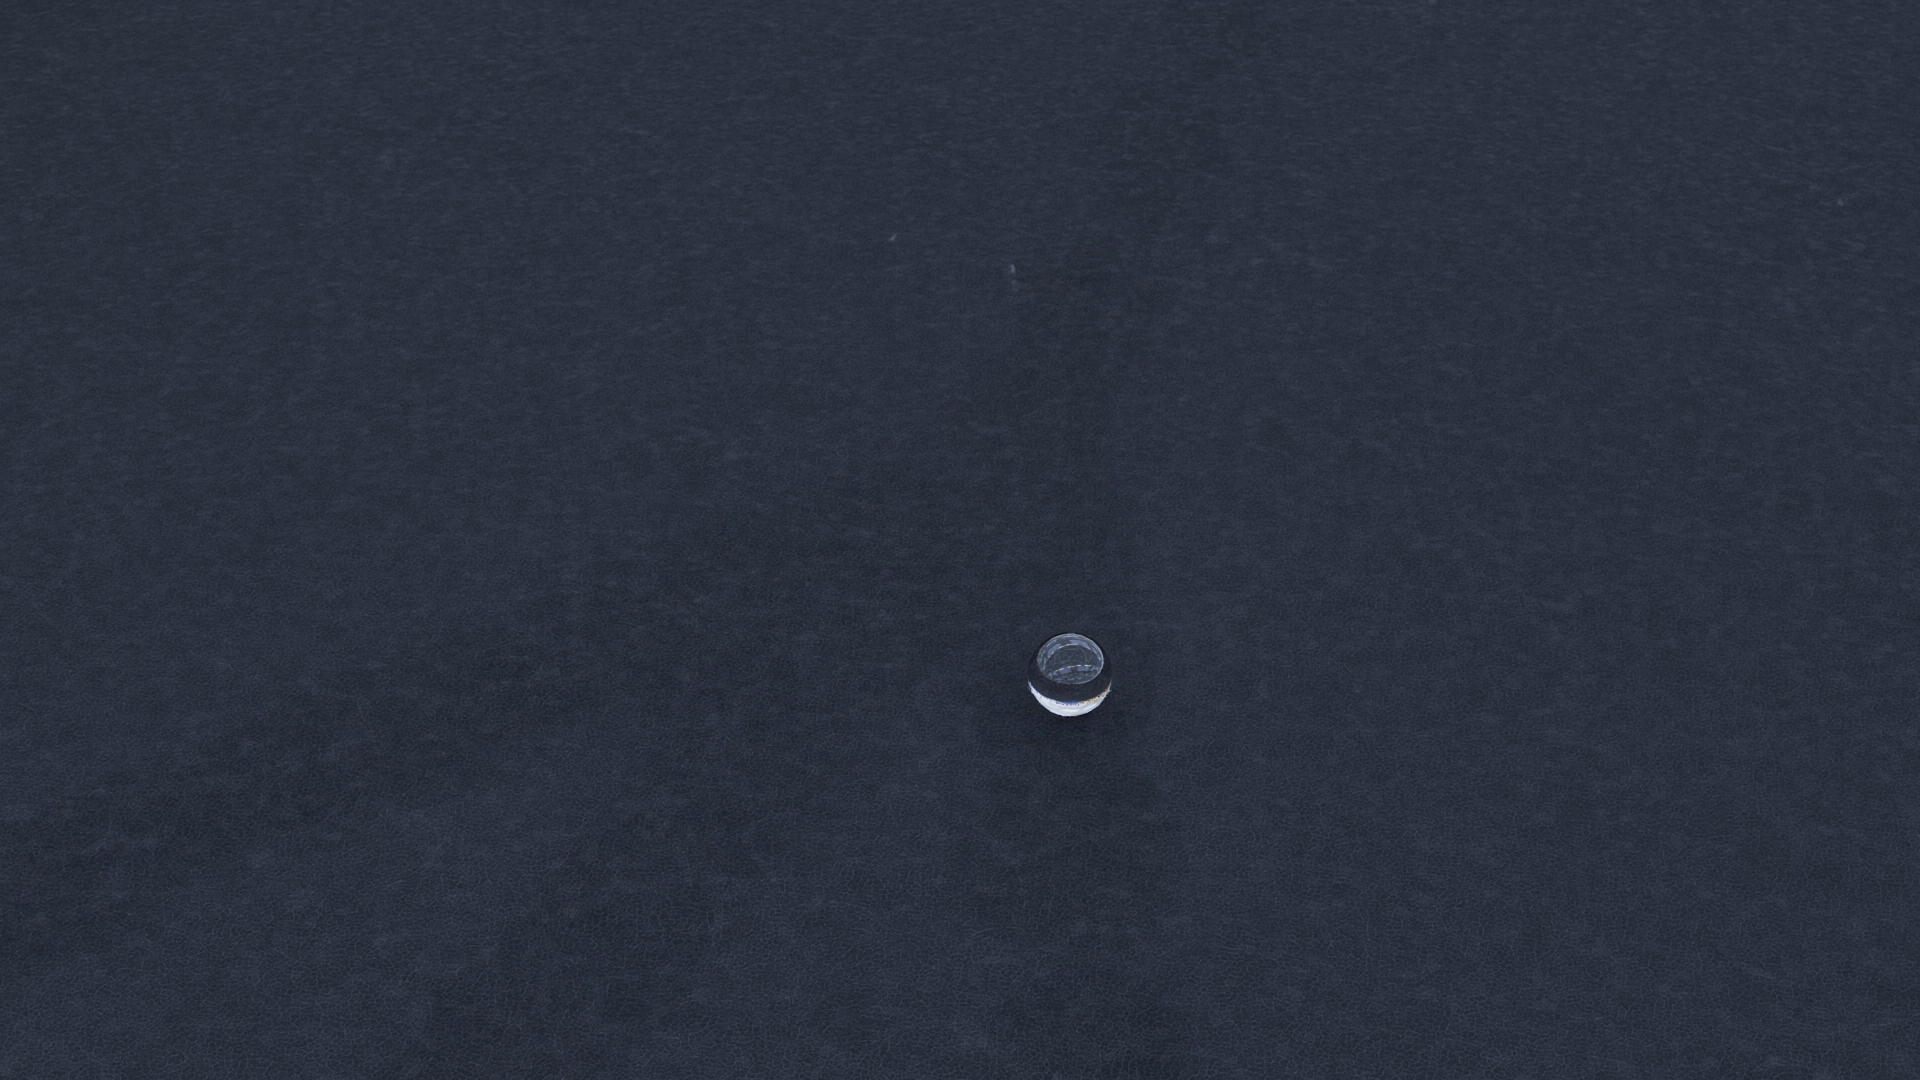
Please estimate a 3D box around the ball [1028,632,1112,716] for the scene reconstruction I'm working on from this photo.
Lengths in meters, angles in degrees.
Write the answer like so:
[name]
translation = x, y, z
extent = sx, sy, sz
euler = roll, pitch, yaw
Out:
[ball]
translation = 0.057, 0.069, 1.521
extent = 0.044, 0.044, 0.044
euler = 0, 30, 0
